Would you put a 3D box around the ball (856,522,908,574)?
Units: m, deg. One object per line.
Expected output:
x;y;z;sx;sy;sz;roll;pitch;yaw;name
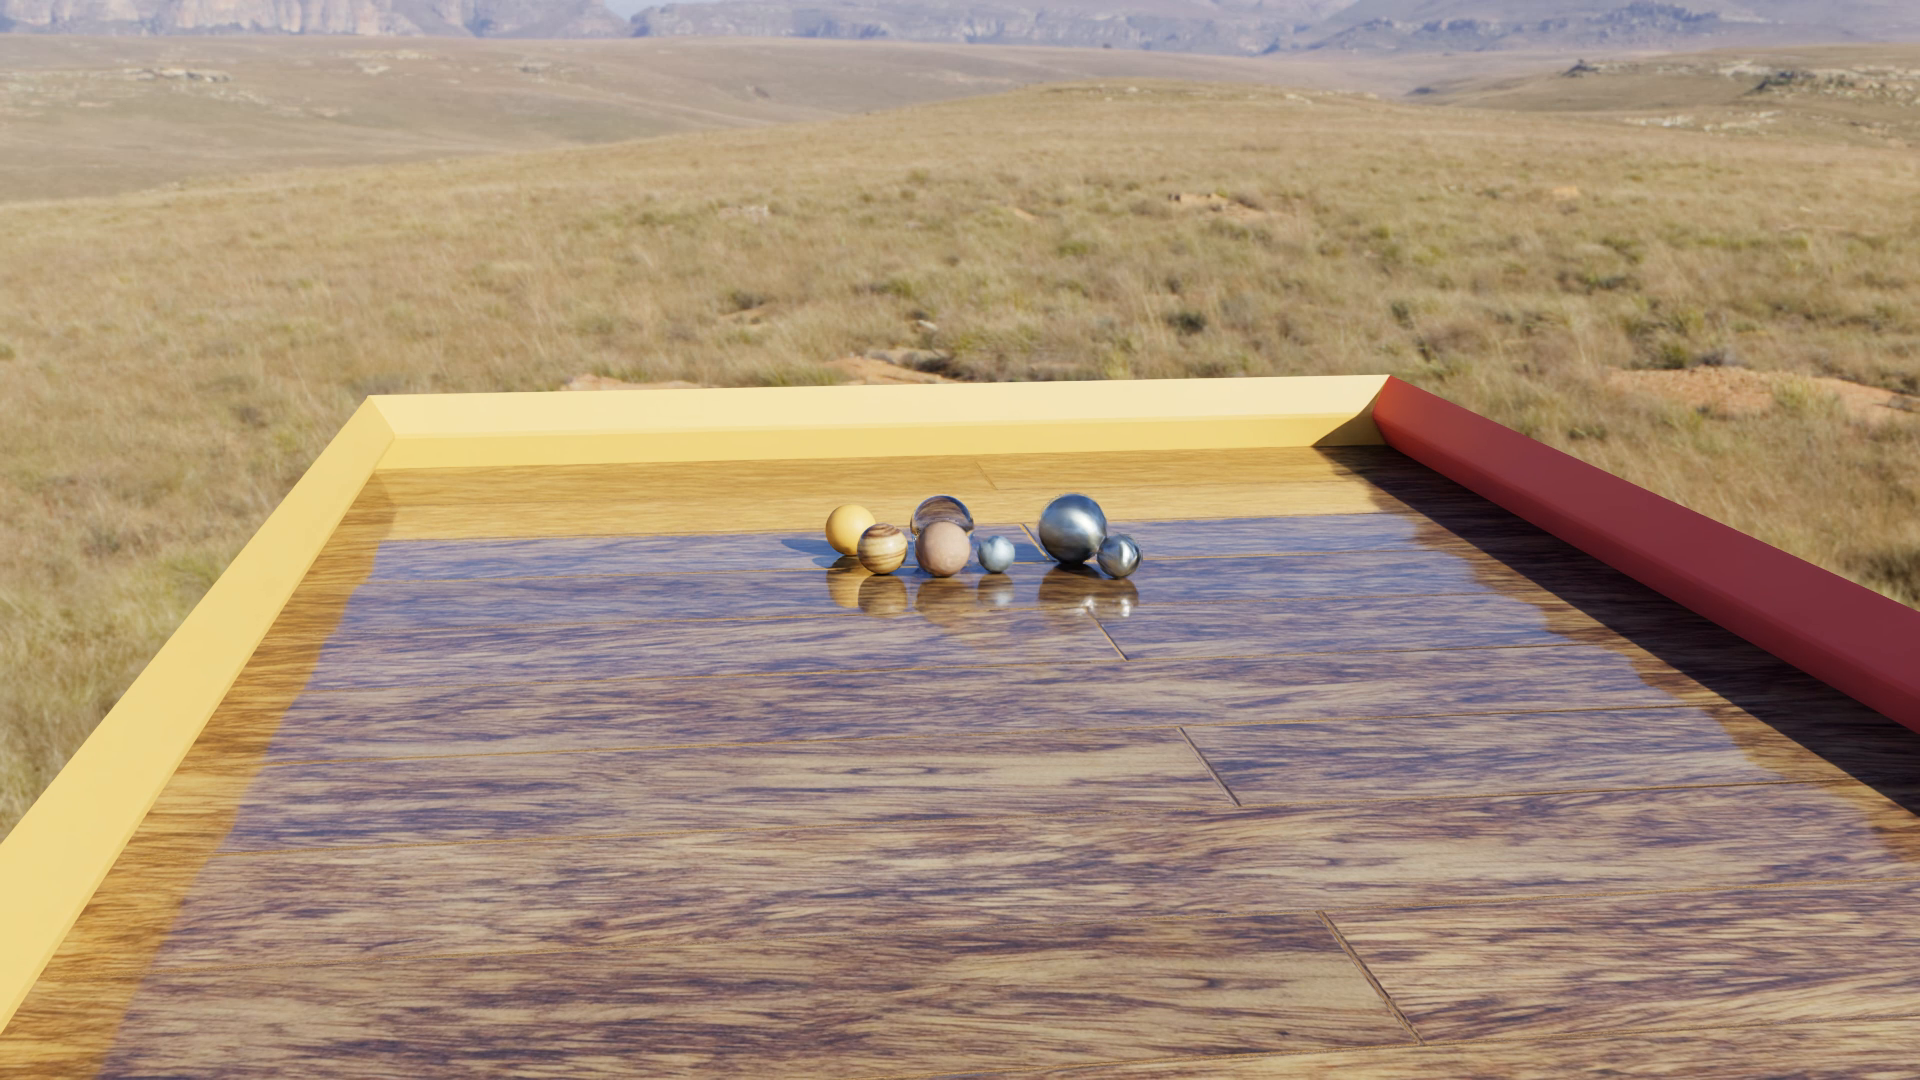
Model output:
-0.103;0.011;2.920;0.068;0.068;0.068;0;13;0;ball

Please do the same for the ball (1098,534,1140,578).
0.210;0.022;2.900;0.057;0.057;0.057;0;13;0;ball

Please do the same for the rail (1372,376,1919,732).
0.953;0.131;2.261;0.045;0.122;3.315;-2;13;-8;rail

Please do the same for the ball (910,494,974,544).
-0.025;-0.018;3.005;0.088;0.088;0.088;0;13;0;ball

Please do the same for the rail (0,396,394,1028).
-0.731;0.181;2.039;0.045;0.122;3.315;-2;13;-8;rail

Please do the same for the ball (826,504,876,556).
-0.150;-0.014;3.028;0.071;0.071;0.071;0;13;0;ball

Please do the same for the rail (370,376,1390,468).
-0.108;-0.199;3.730;1.747;0.122;0.045;-2;13;-8;rail

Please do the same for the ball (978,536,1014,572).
0.048;0.019;2.929;0.050;0.050;0.050;0;13;0;ball

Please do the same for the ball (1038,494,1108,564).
0.154;-0.015;2.980;0.094;0.094;0.094;0;13;0;ball

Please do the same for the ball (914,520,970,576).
-0.023;0.012;2.906;0.074;0.074;0.074;0;13;0;ball
